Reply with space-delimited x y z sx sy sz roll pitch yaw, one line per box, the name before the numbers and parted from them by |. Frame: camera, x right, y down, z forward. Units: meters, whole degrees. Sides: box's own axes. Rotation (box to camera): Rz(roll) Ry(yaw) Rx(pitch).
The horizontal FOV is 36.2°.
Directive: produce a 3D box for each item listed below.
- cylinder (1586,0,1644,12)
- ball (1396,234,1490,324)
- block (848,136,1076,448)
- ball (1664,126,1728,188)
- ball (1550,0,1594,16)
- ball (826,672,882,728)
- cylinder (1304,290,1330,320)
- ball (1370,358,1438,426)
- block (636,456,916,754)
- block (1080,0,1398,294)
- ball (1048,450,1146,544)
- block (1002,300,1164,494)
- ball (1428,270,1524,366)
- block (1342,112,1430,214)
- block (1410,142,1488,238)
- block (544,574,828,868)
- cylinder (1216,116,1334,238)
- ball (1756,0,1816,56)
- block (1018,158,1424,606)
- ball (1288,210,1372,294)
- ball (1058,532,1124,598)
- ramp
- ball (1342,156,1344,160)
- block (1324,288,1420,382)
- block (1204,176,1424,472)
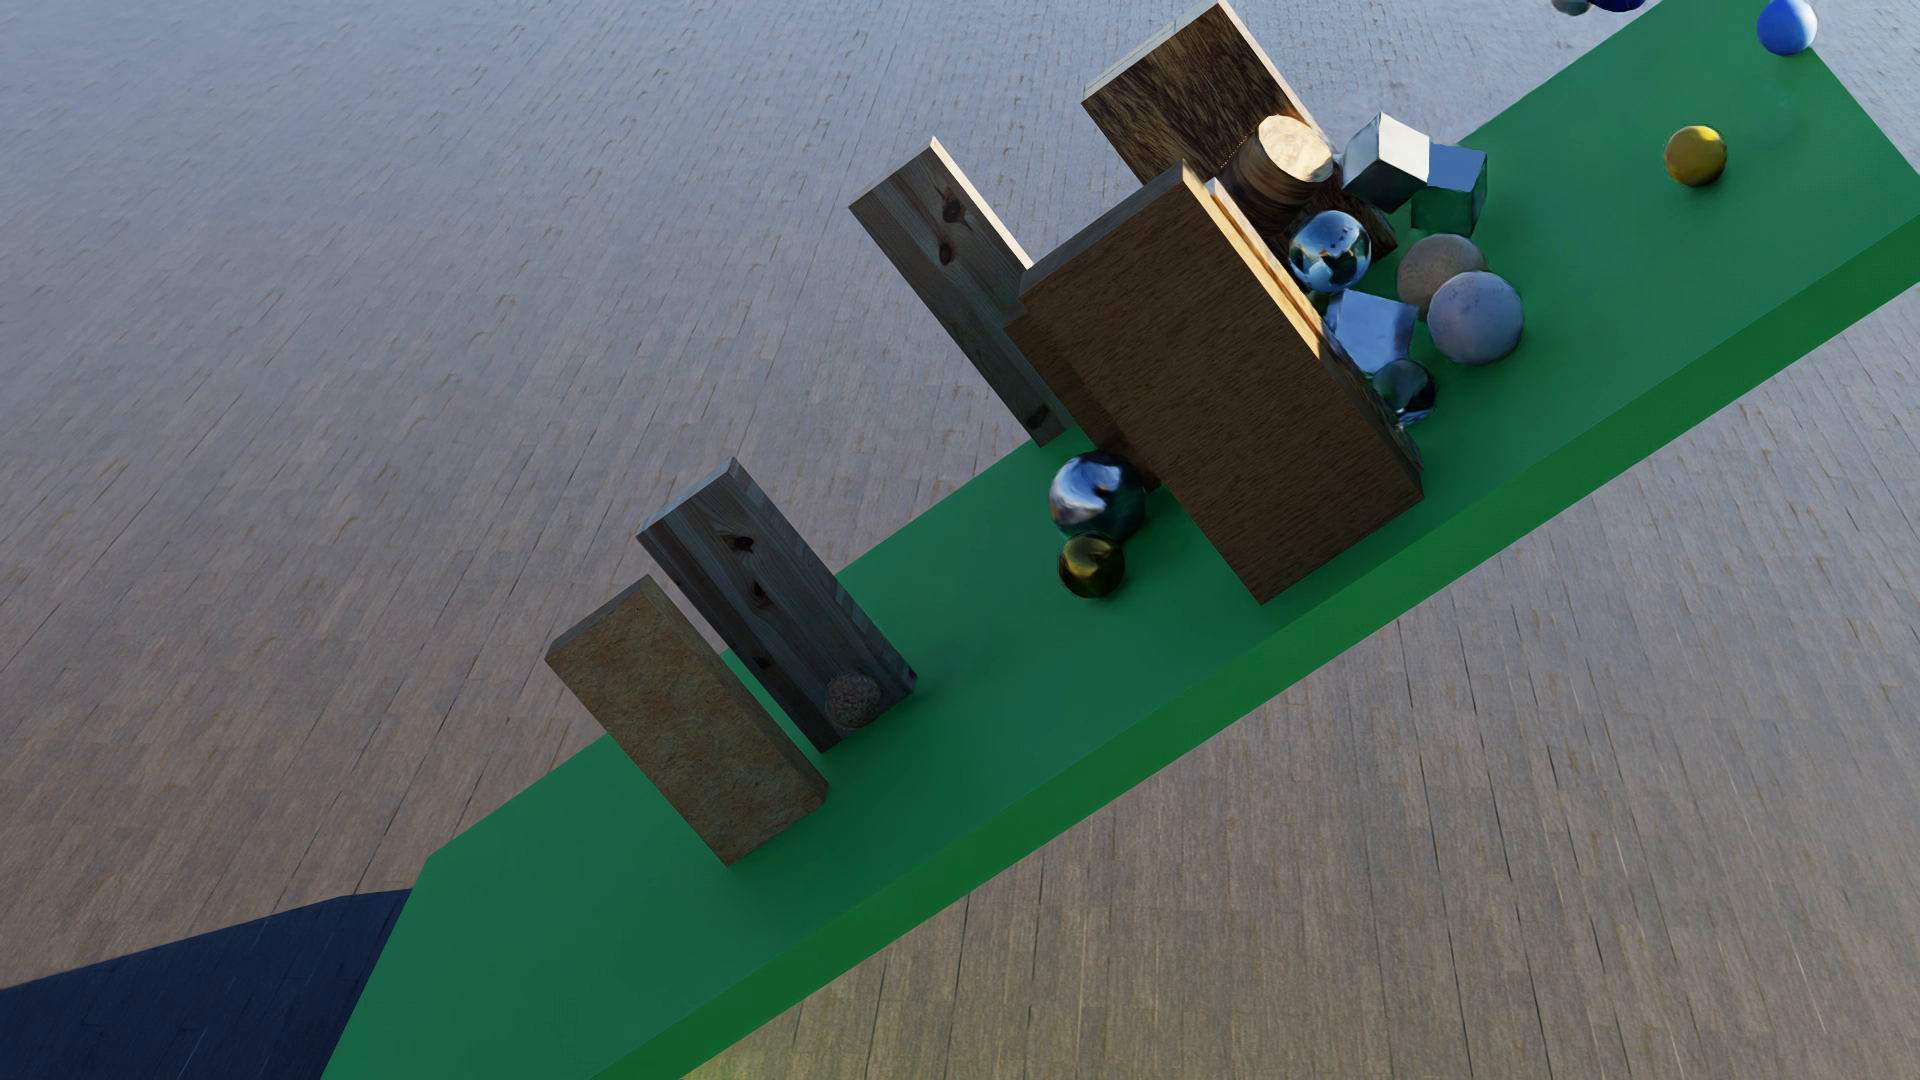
cylinder | 1.212 -1.082 5.349 0.170 0.170 0.170 17 58 35
ball | 0.956 -0.514 5.814 0.185 0.185 0.185 0 23 0
block | 0.066 -0.587 7.014 0.247 0.751 0.093 -35 16 17
ball | 1.391 -0.725 5.560 0.117 0.117 0.117 0 23 0
ball | 1.263 -1.134 6.044 0.111 0.111 0.111 0 23 0
ball | -0.220 0.334 6.109 0.117 0.117 0.117 0 23 0
cylinder | 0.726 -0.442 6.248 0.138 0.138 0.138 -25 1 43
ball | 0.837 -0.279 5.560 0.127 0.127 0.127 0 23 0
block | -0.387 0.142 6.246 0.253 0.626 0.087 -35 16 17
block | 0.623 -0.831 6.553 0.371 0.682 0.139 -35 16 17
ball | 0.287 -0.084 6.132 0.204 0.204 0.204 0 23 0
block | 0.393 -0.392 6.232 0.386 0.480 0.126 -35 16 17
ball | 0.972 -0.417 5.540 0.180 0.180 0.180 0 23 0
block | 0.793 -0.701 5.478 0.112 0.112 0.112 23 53 -21
block | 1.037 -0.742 6.239 0.130 0.130 0.130 12 52 19
block | -0.560 0.376 6.056 0.260 0.590 0.089 -35 16 17
cylinder | 0.672 -0.779 6.311 0.186 0.186 0.186 18 48 -21
ball | 1.635 -1.015 5.817 0.115 0.115 0.115 0 23 0
block | 0.470 -0.277 5.264 0.357 0.730 0.142 -35 16 17
ball | 0.775 -0.604 6.158 0.173 0.173 0.173 0 23 0
ball | 0.265 0.051 5.931 0.135 0.135 0.135 0 23 0
ramp | 0.127 0.180 6.325 4.000 0.100 2.000 -35 16 17
ball | 0.937 -0.835 6.738 0.152 0.152 0.152 0 23 0
block | 0.794 -0.394 5.752 0.148 0.148 0.148 14 -3 -4
block | 0.525 -0.303 5.368 0.320 0.647 0.111 -35 16 17
